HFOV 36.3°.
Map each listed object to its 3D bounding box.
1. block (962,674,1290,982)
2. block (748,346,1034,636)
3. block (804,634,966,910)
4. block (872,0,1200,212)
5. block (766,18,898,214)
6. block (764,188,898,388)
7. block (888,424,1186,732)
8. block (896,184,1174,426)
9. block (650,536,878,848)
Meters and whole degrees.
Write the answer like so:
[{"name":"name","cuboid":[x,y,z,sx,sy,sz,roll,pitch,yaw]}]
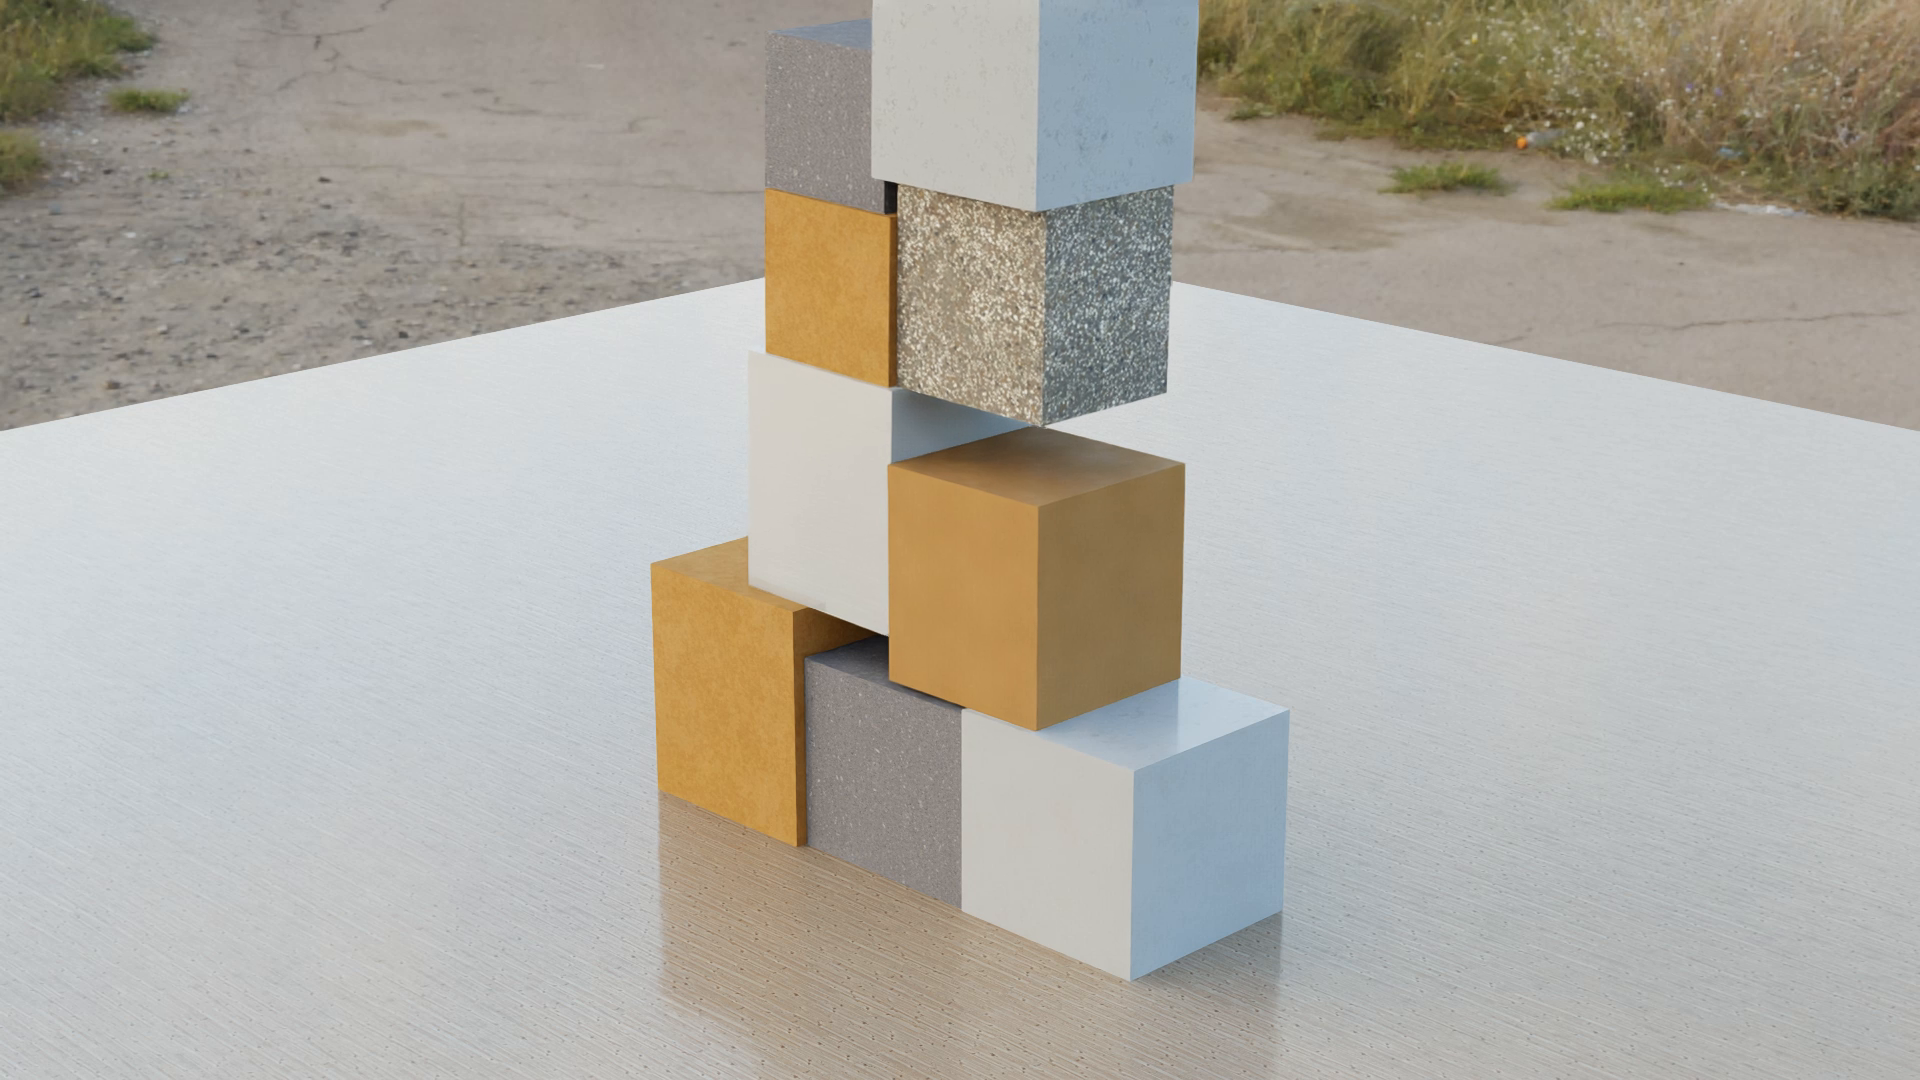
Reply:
[{"name":"block","cuboid":[0.724,1.197,12.941,1.021,0.957,1.005,-17,24,-42]},{"name":"block","cuboid":[-0.305,-0.321,13.582,0.961,1.139,0.953,-17,25,-42]},{"name":"block","cuboid":[0.001,0.990,13.641,1.006,0.931,1.029,-17,24,-42]},{"name":"block","cuboid":[0.314,-2.000,12.388,0.973,0.964,0.968,-17,25,-42]},{"name":"block","cuboid":[-0.319,-1.907,13.055,0.776,0.694,0.770,-17,25,-42]},{"name":"block","cuboid":[-0.294,-1.209,13.252,0.848,0.755,0.810,-17,25,-42]},{"name":"block","cuboid":[0.336,0.146,13.011,0.940,1.006,0.911,-17,24,-42]},{"name":"block","cuboid":[0.318,-1.097,12.669,0.793,0.927,0.874,-17,25,-42]},{"name":"block","cuboid":[-0.729,0.658,14.307,1.127,1.166,1.023,-17,24,-42]}]
